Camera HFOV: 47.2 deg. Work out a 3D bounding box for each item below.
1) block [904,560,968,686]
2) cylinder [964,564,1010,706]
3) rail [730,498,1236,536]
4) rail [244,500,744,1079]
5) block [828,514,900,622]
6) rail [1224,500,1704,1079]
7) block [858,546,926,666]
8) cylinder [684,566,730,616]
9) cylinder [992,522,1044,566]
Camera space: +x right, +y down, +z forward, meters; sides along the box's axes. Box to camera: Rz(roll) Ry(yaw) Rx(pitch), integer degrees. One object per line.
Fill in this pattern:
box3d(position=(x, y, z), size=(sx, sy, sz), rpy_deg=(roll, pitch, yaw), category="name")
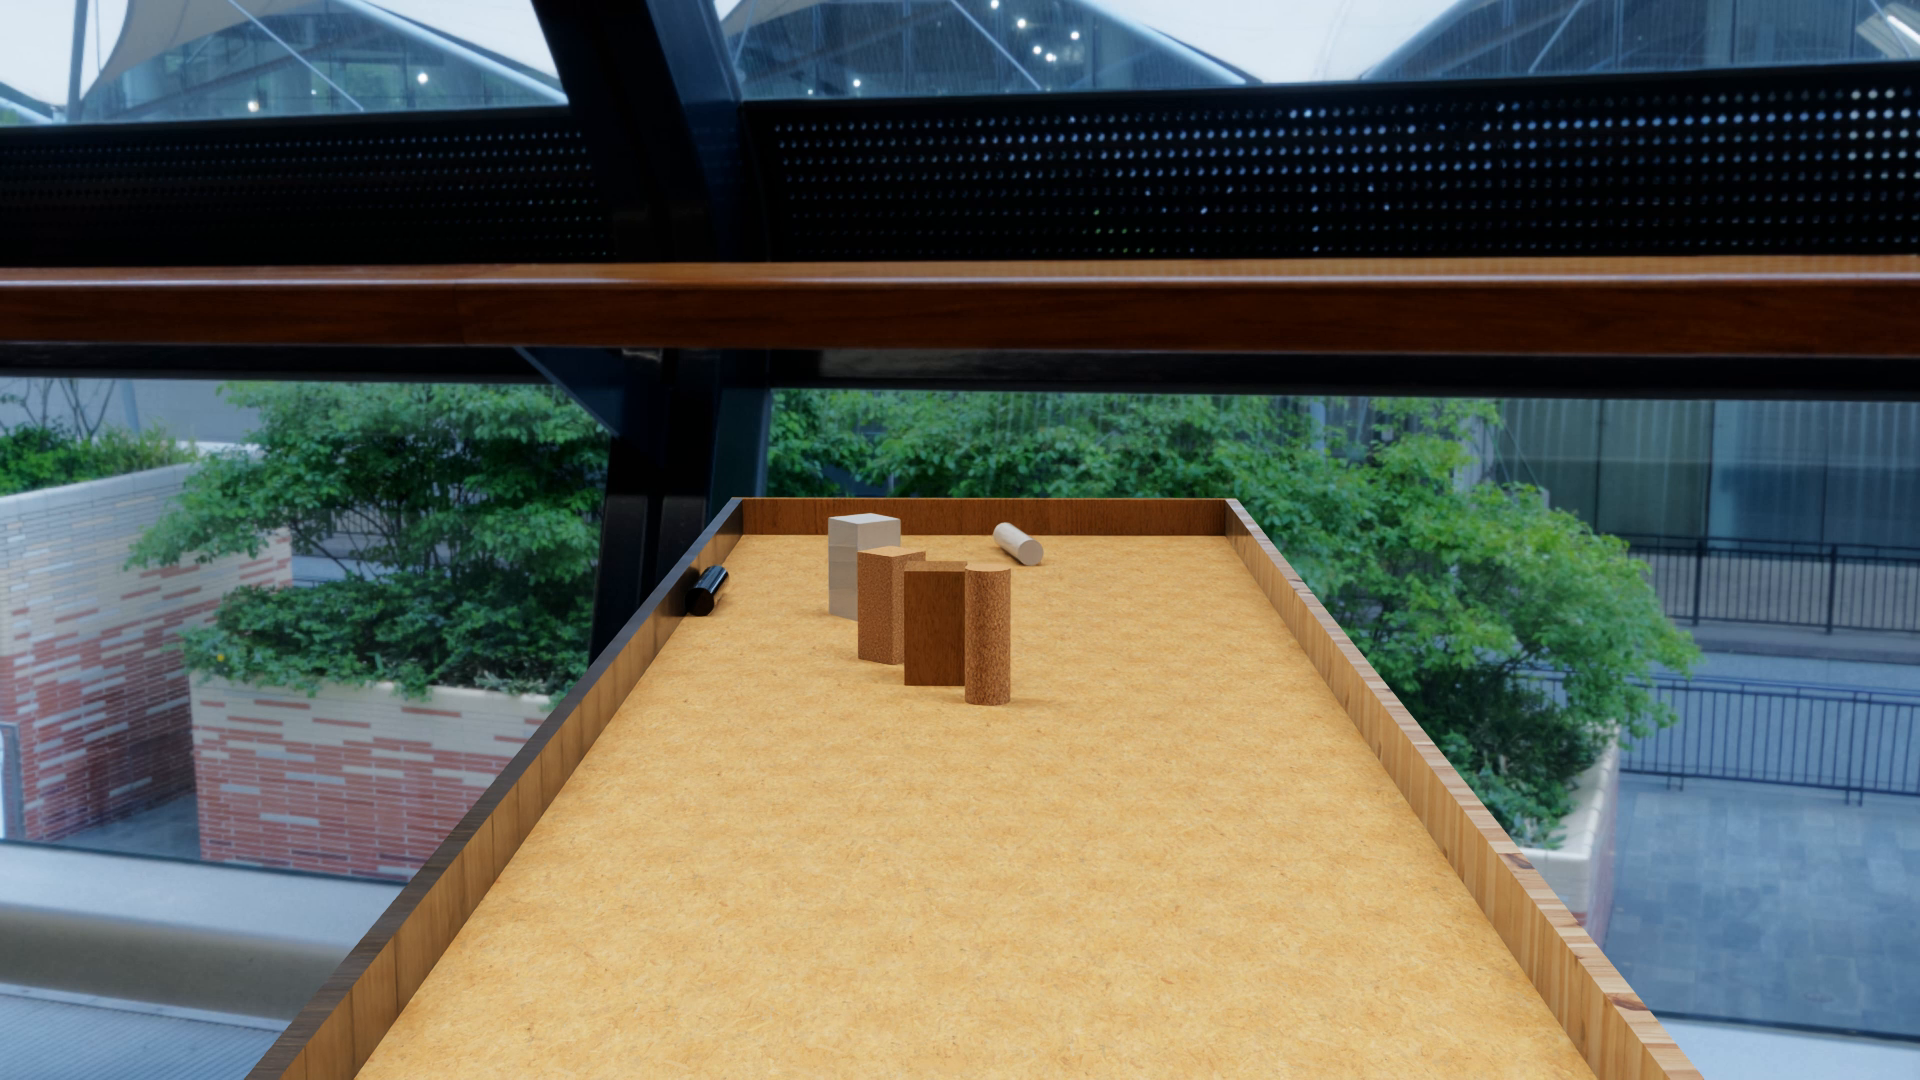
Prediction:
box3d(position=(-0.069, 0.242, 6.412), size=(0.177, 0.336, 0.177), rpy_deg=(0, 9, 2), category="block")
box3d(position=(0.077, 0.263, 6.139), size=(0.128, 0.379, 0.128), rpy_deg=(0, 9, 0), category="cylinder")
box3d(position=(0.099, -0.098, 9.147), size=(2.100, 0.150, 0.050), rpy_deg=(0, 9, 1), category="rail")
box3d(position=(-1.004, 0.839, 3.234), size=(0.050, 0.150, 12.000), rpy_deg=(0, 9, 1), category="rail")
box3d(position=(-0.321, 0.090, 7.393), size=(0.174, 0.329, 0.174), rpy_deg=(-7, 11, -37), category="block")
box3d(position=(1.046, 0.843, 3.208), size=(0.050, 0.150, 12.000), rpy_deg=(0, 9, 1), category="rail")
box3d(position=(-0.208, 0.198, 6.700), size=(0.147, 0.332, 0.147), rpy_deg=(8, 12, 41), category="block")
box3d(position=(-0.870, 0.174, 7.590), size=(0.101, 0.101, 0.439), rpy_deg=(0, 9, 1), category="cylinder")
box3d(position=(0.226, 0.014, 8.599), size=(0.101, 0.101, 0.451), rpy_deg=(-2, 9, -11), category="cylinder")
